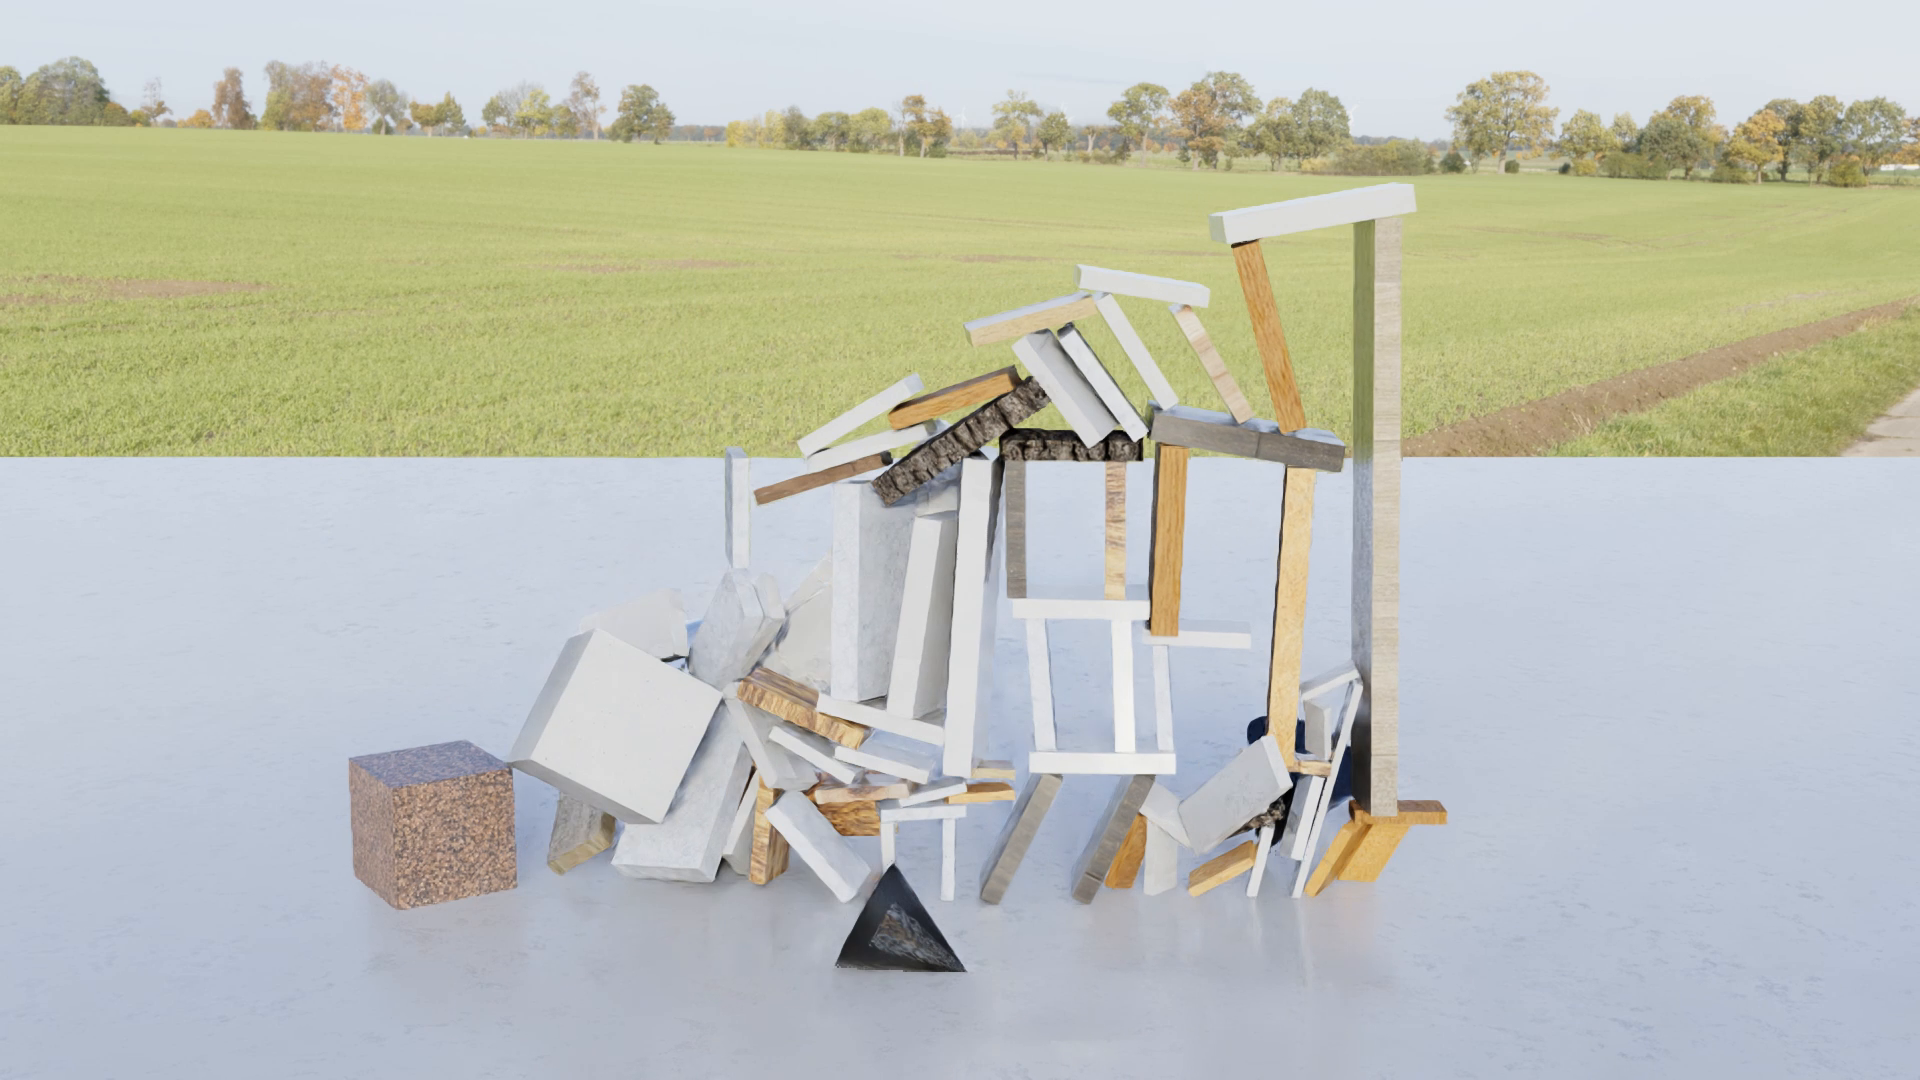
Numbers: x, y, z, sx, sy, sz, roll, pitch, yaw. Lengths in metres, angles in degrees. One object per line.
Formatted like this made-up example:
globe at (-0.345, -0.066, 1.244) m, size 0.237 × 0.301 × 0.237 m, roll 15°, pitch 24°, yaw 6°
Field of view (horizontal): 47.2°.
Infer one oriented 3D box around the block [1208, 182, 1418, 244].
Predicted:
block at (0.551, -0.515, 3.460) m, size 0.299 × 0.042 × 0.149 m, roll -10°, pitch 10°, yaw -1°

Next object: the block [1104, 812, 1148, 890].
block at (0.287, 0.517, 3.666) m, size 0.019 × 0.131 × 0.066 m, roll 25°, pitch 8°, yaw 31°

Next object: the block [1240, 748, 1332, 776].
block at (0.529, 0.361, 3.583) m, size 0.138 × 0.020 × 0.069 m, roll 5°, pitch 5°, yaw -4°

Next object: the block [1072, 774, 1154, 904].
block at (0.253, 0.478, 3.650) m, size 0.034 × 0.237 × 0.118 m, roll 26°, pitch 11°, yaw -1°

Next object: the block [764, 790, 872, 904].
block at (-0.235, 0.502, 3.654) m, size 0.028 × 0.199 × 0.099 m, roll -40°, pitch 4°, yaw 21°

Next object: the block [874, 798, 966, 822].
block at (-0.066, 0.442, 3.635) m, size 0.140 × 0.020 × 0.070 m, roll -2°, pitch 10°, yaw -10°

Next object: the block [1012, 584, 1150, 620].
block at (0.196, 0.099, 3.570) m, size 0.220 × 0.031 × 0.110 m, roll 1°, pitch 12°, yaw 3°

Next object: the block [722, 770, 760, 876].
block at (-0.356, 0.484, 3.767) m, size 0.023 × 0.160 × 0.080 m, roll 9°, pitch -31°, yaw 25°

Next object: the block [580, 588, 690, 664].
block at (-0.567, 0.169, 3.815) m, size 0.236 × 0.118 × 0.033 m, roll -19°, pitch -18°, yaw 39°

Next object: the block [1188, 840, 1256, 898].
block at (0.436, 0.546, 3.656) m, size 0.121 × 0.017 × 0.061 m, roll -31°, pitch 13°, yaw 19°

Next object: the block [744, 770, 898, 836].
block at (-0.243, 0.466, 3.868) m, size 0.265 × 0.110 × 0.031 m, roll -2°, pitch 19°, yaw -1°

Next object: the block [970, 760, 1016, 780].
block at (0.033, 0.376, 3.621) m, size 0.112 × 0.016 × 0.056 m, roll 3°, pitch 10°, yaw -4°

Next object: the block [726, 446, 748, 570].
block at (-0.364, -0.053, 3.588) m, size 0.026 × 0.183 × 0.091 m, roll -2°, pitch 15°, yaw -13°

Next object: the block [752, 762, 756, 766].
block at (-0.362, 0.355, 3.837) m, size 0.160 × 0.080 × 0.023 m, roll -4°, pitch -35°, yaw 21°

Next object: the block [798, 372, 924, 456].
block at (-0.158, -0.201, 3.513) m, size 0.202 × 0.029 × 0.101 m, roll -29°, pitch 4°, yaw 15°

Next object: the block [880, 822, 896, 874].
block at (-0.118, 0.521, 3.652) m, size 0.020 × 0.140 × 0.070 m, roll -2°, pitch 11°, yaw 1°

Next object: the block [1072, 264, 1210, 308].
block at (0.283, -0.399, 3.453) m, size 0.203 × 0.029 × 0.101 m, roll 9°, pitch 11°, yaw -5°

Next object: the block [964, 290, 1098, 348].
block at (0.109, -0.347, 3.453) m, size 0.200 × 0.028 × 0.100 m, roll -16°, pitch 13°, yaw -2°

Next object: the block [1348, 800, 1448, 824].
block at (0.713, 0.444, 3.585) m, size 0.148 × 0.021 × 0.074 m, roll 1°, pitch 7°, yaw 2°

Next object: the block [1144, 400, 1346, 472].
block at (0.449, -0.166, 3.500) m, size 0.304 × 0.043 × 0.152 m, roll 10°, pitch 12°, yaw -1°

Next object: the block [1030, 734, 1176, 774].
block at (0.233, 0.351, 3.617) m, size 0.237 × 0.034 × 0.118 m, roll 0°, pitch 11°, yaw 2°

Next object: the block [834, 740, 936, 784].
block at (-0.123, 0.361, 3.632) m, size 0.158 × 0.022 × 0.079 m, roll 15°, pitch 12°, yaw 5°

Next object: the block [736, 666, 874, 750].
block at (-0.254, 0.279, 3.664) m, size 0.221 × 0.031 × 0.110 m, roll 23°, pitch 13°, yaw 7°

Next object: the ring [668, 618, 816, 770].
ring at (-0.437, 0.330, 4.121) m, size 0.396 × 0.396 × 0.132 m, roll -6°, pitch -20°, yaw -29°

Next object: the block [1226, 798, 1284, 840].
block at (0.480, 0.468, 3.668) m, size 0.122 × 0.017 × 0.061 m, roll -23°, pitch 6°, yaw 15°

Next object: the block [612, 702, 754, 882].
block at (-0.457, 0.414, 3.783) m, size 0.177 × 0.354 × 0.050 m, roll -1°, pitch -35°, yaw 27°

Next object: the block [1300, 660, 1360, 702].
block at (0.597, 0.227, 3.558) m, size 0.096 × 0.014 × 0.048 m, roll -26°, pitch 14°, yaw 9°

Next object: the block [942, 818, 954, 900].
block at (-0.020, 0.520, 3.655) m, size 0.020 × 0.140 × 0.070 m, roll 0°, pitch 10°, yaw -1°

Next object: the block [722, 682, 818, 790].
block at (-0.320, 0.330, 3.693) m, size 0.099 × 0.028 × 0.199 m, roll 12°, pitch 41°, yaw -51°

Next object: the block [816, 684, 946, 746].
block at (-0.117, 0.285, 3.644) m, size 0.221 × 0.031 × 0.110 m, roll 15°, pitch 12°, yaw 10°

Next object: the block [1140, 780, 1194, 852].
block at (0.355, 0.458, 3.650) m, size 0.131 × 0.019 × 0.066 m, roll 37°, pitch 39°, yaw -11°

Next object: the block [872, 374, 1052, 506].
block at (0.020, -0.173, 3.521) m, size 0.324 × 0.046 × 0.162 m, roll -31°, pitch 5°, yaw 28°

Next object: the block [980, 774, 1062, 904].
block at (0.100, 0.478, 3.651) m, size 0.034 × 0.237 × 0.118 m, roll 26°, pitch 10°, yaw -4°

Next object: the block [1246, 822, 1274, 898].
block at (0.500, 0.528, 3.666) m, size 0.017 × 0.121 × 0.061 m, roll 14°, pitch 11°, yaw 4°

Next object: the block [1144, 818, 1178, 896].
block at (0.337, 0.522, 3.675) m, size 0.019 × 0.131 × 0.066 m, roll 12°, pitch 16°, yaw 40°

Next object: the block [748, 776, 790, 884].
block at (-0.315, 0.474, 3.730) m, size 0.028 × 0.199 × 0.099 m, roll 10°, pitch 10°, yaw 18°

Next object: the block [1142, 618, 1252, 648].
block at (0.384, 0.151, 3.571) m, size 0.174 × 0.025 × 0.087 m, roll 2°, pitch 11°, yaw 4°

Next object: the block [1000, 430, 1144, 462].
block at (0.177, -0.152, 3.509) m, size 0.226 × 0.032 × 0.113 m, roll 0°, pitch 12°, yaw 2°
